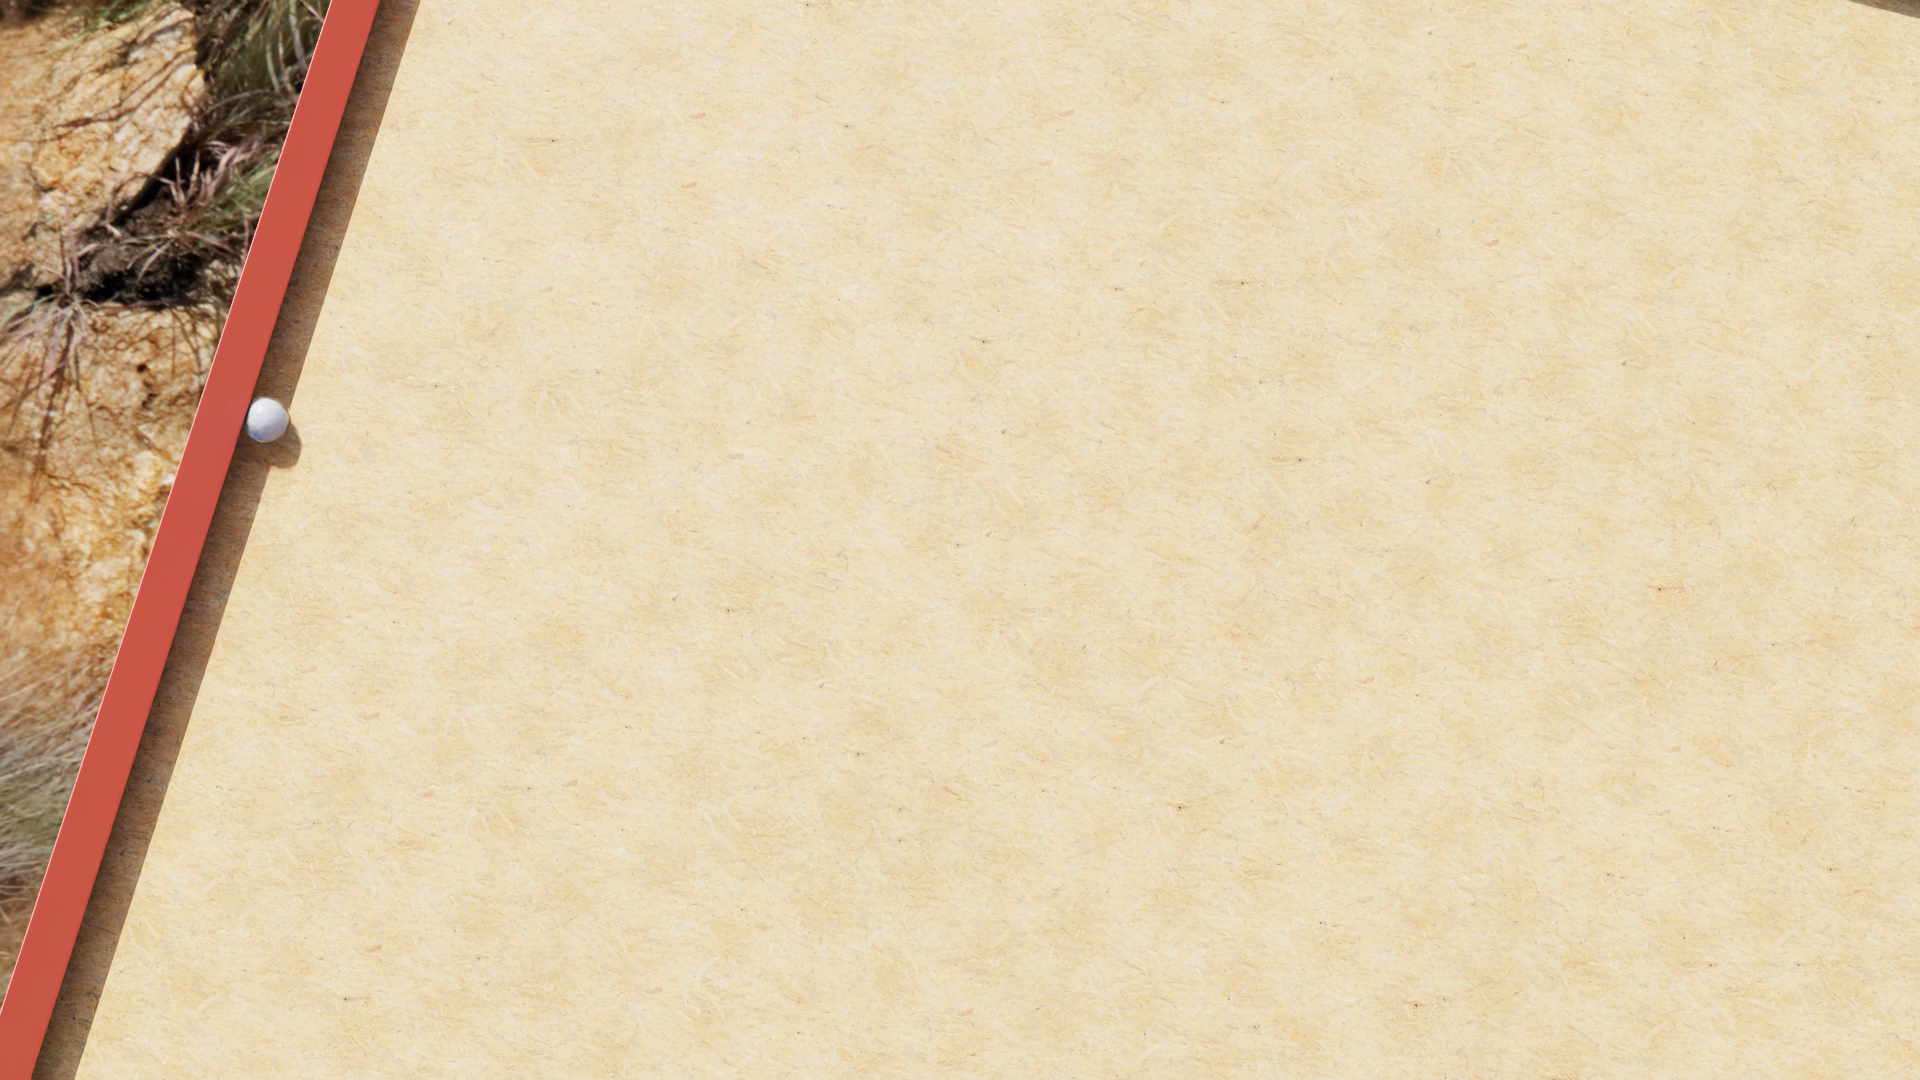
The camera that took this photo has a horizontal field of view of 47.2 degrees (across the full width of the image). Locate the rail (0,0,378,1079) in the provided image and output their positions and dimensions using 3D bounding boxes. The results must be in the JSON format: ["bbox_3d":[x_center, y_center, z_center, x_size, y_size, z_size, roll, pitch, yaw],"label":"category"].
[{"bbox_3d":[-1.058,-0.287,3.282,0.045,0.127,2.558,15,82,2],"label":"rail"}]

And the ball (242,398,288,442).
[{"bbox_3d":[-1.042,-0.179,3.298,0.066,0.066,0.066,0,82,0],"label":"ball"}]
